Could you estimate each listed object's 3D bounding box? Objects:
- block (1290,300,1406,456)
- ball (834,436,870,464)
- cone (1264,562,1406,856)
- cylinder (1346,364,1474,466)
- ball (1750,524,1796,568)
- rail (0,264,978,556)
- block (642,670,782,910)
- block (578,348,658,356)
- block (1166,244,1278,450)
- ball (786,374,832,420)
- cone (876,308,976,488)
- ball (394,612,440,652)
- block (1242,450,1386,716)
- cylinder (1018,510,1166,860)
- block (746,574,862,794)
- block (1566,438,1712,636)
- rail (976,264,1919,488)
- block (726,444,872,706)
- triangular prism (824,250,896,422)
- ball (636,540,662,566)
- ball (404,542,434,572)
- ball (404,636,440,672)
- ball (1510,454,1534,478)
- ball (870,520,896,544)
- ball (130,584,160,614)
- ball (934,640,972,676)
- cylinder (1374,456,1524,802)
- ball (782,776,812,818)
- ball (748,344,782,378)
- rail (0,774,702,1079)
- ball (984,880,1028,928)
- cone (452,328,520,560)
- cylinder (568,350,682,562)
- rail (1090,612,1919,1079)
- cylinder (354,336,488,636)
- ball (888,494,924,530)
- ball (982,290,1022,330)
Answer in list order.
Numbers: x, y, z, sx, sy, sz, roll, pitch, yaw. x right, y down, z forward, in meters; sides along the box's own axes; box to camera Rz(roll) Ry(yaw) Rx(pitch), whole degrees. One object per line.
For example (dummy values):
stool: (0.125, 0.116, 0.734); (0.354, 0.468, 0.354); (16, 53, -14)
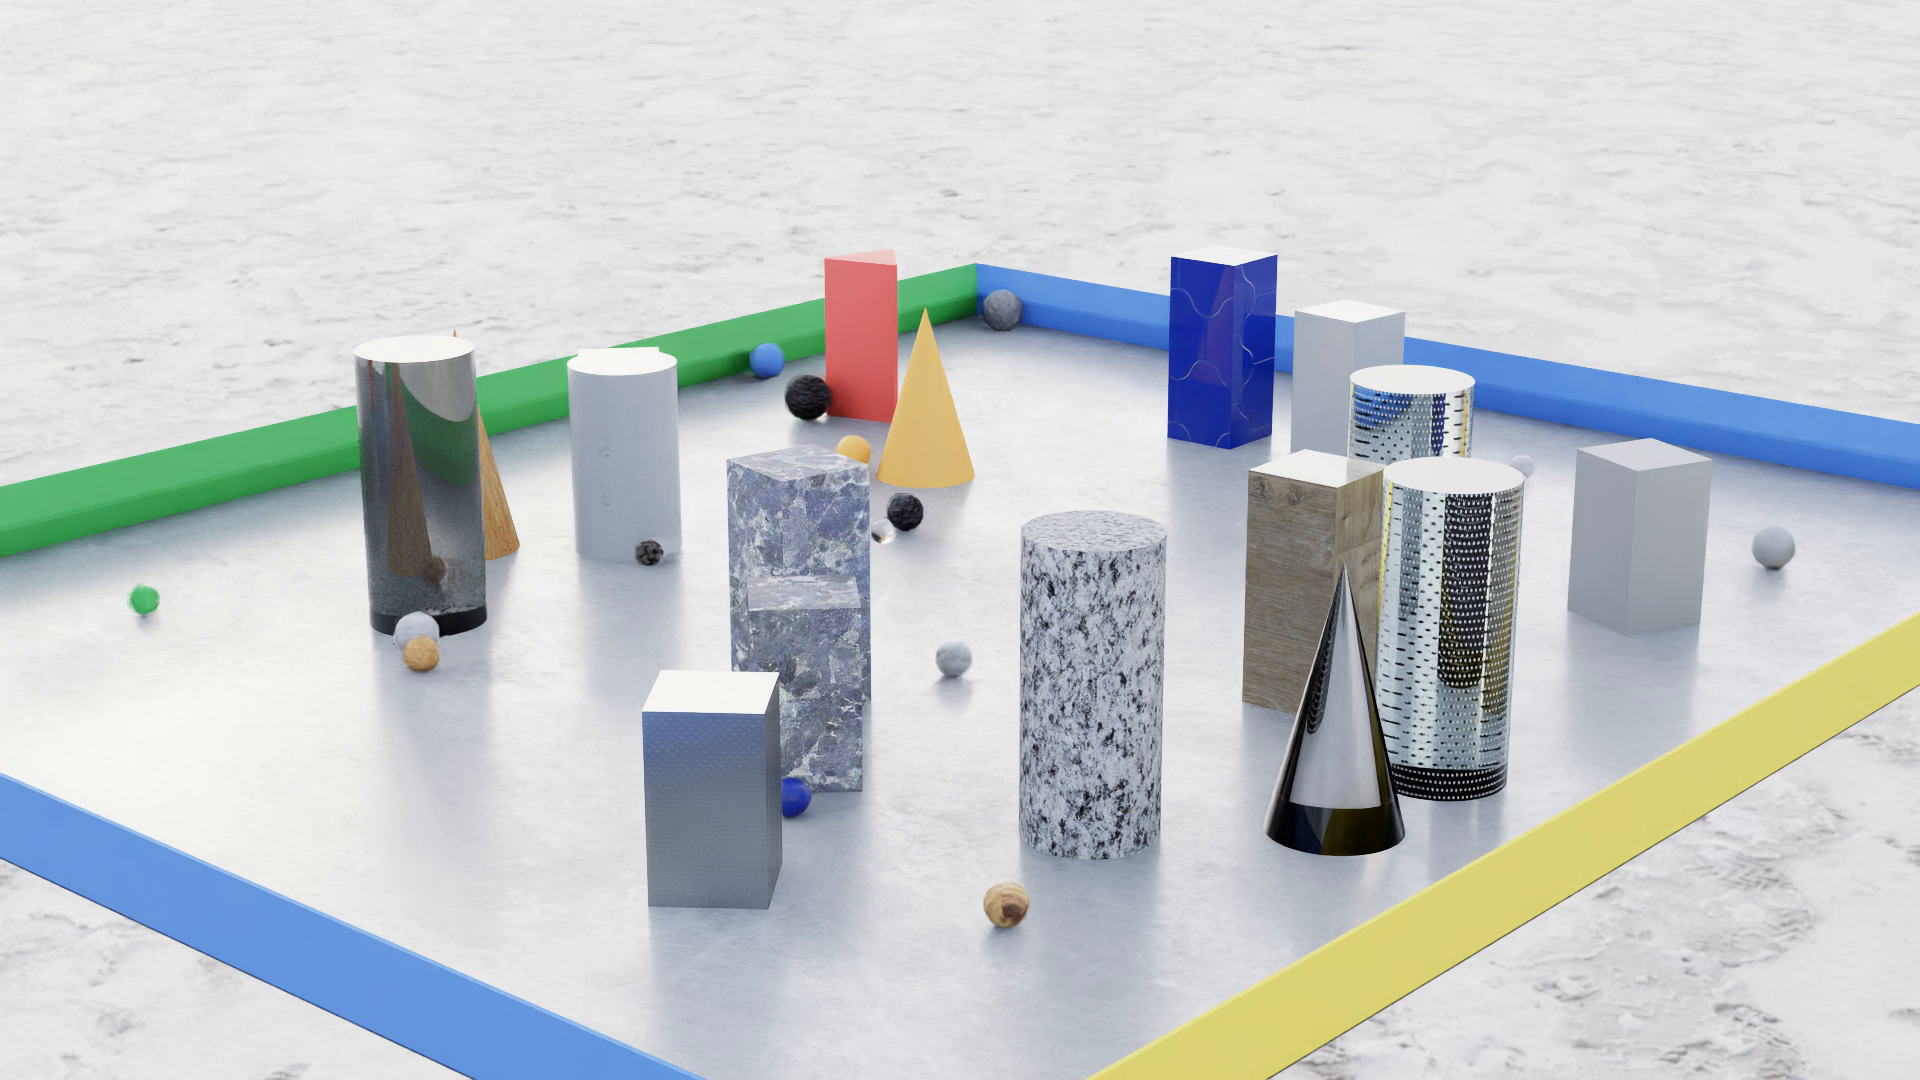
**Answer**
block: (0.795, -0.325, 6.017); (0.159, 0.297, 0.159); (-15, 22, -41)
ball: (-0.217, -0.173, 5.904); (0.072, 0.072, 0.072); (0, 17, 0)
cone: (0.524, 0.216, 4.054); (0.199, 0.394, 0.199); (0, 17, 0)
cylinder: (0.725, -0.035, 4.766); (0.199, 0.465, 0.199); (0, 17, 0)
ball: (1.465, 0.012, 5.280); (0.078, 0.078, 0.078); (0, 17, 0)
rail: (-1.092, -0.241, 6.028); (0.045, 0.129, 3.505); (14, 22, 39)
block: (-0.326, 0.330, 3.886); (0.159, 0.273, 0.159); (1, 17, 3)
block: (-0.671, -0.238, 5.803); (0.159, 0.254, 0.159); (-2, 17, -7)
block: (0.547, -0.405, 6.126); (0.159, 0.387, 0.159); (13, 21, 37)
ball: (-0.326, -0.306, 6.301); (0.098, 0.098, 0.098); (0, 17, 0)
cone: (-0.069, -0.296, 5.839); (0.199, 0.345, 0.199); (0, 17, 0)
ball: (-0.891, 0.155, 4.813); (0.074, 0.074, 0.074); (0, 17, 0)
block: (0.555, 0.070, 4.568); (0.159, 0.377, 0.159); (13, 21, 37)
cylinder: (0.181, 0.198, 4.036); (0.199, 0.440, 0.199); (0, 17, 0)
block: (-0.227, 0.209, 4.273); (0.159, 0.280, 0.159); (-1, 17, -5)
block: (1.153, -0.007, 4.980); (0.159, 0.287, 0.159); (-8, 19, -25)
rail: (1.133, -0.344, 6.370); (2.940, 0.129, 0.045); (14, 22, 39)
block: (-0.250, 0.066, 4.563); (0.159, 0.387, 0.159); (-12, 20, -34)
triangular prism: (-0.181, -0.446, 6.336); (0.172, 0.345, 0.149); (8, 19, 25)
ball: (-0.560, 0.023, 5.297); (0.047, 0.047, 0.047); (0, 17, 0)
ball: (-0.969, 0.031, 5.257); (0.054, 0.054, 0.054); (0, 17, 0)
ball: (-0.870, 0.184, 4.741); (0.059, 0.059, 0.059); (0, 17, 0)
ball: (1.124, -0.147, 5.859); (0.048, 0.048, 0.048); (0, 17, 0)
ball: (-0.142, -0.014, 5.422); (0.046, 0.046, 0.046); (0, 17, 0)
ball: (-1.398, 0.102, 5.030); (0.050, 0.050, 0.050); (0, 17, 0)
ball: (-0.011, 0.190, 4.721); (0.060, 0.060, 0.060); (0, 17, 0)
cylinder: (0.702, 0.127, 4.237); (0.199, 0.459, 0.199); (0, 17, 0)
ball: (-0.239, 0.364, 4.149); (0.057, 0.057, 0.057); (0, 17, 0)
ball: (-0.442, -0.408, 6.673); (0.078, 0.078, 0.078); (0, 17, 0)
rail: (-1.133, 0.409, 3.870); (2.940, 0.129, 0.045); (14, 22, 39)
ball: (0.059, 0.470, 3.790); (0.059, 0.059, 0.059); (0, 17, 0)
cone: (-0.912, -0.185, 5.352); (0.199, 0.414, 0.199); (0, 17, 0)
cylinder: (-0.613, -0.156, 5.369); (0.199, 0.348, 0.199); (0, 17, 0)
rail: (1.092, 0.306, 4.212); (0.045, 0.129, 3.505); (14, 22, 39)
cylinder: (-0.906, -0.091, 4.936); (0.199, 0.473, 0.199); (0, 17, 0)
ball: (-0.102, -0.051, 5.507); (0.068, 0.068, 0.068); (0, 17, 0)
ball: (0.102, -0.560, 7.142); (0.099, 0.099, 0.099); (0, 17, 0)
